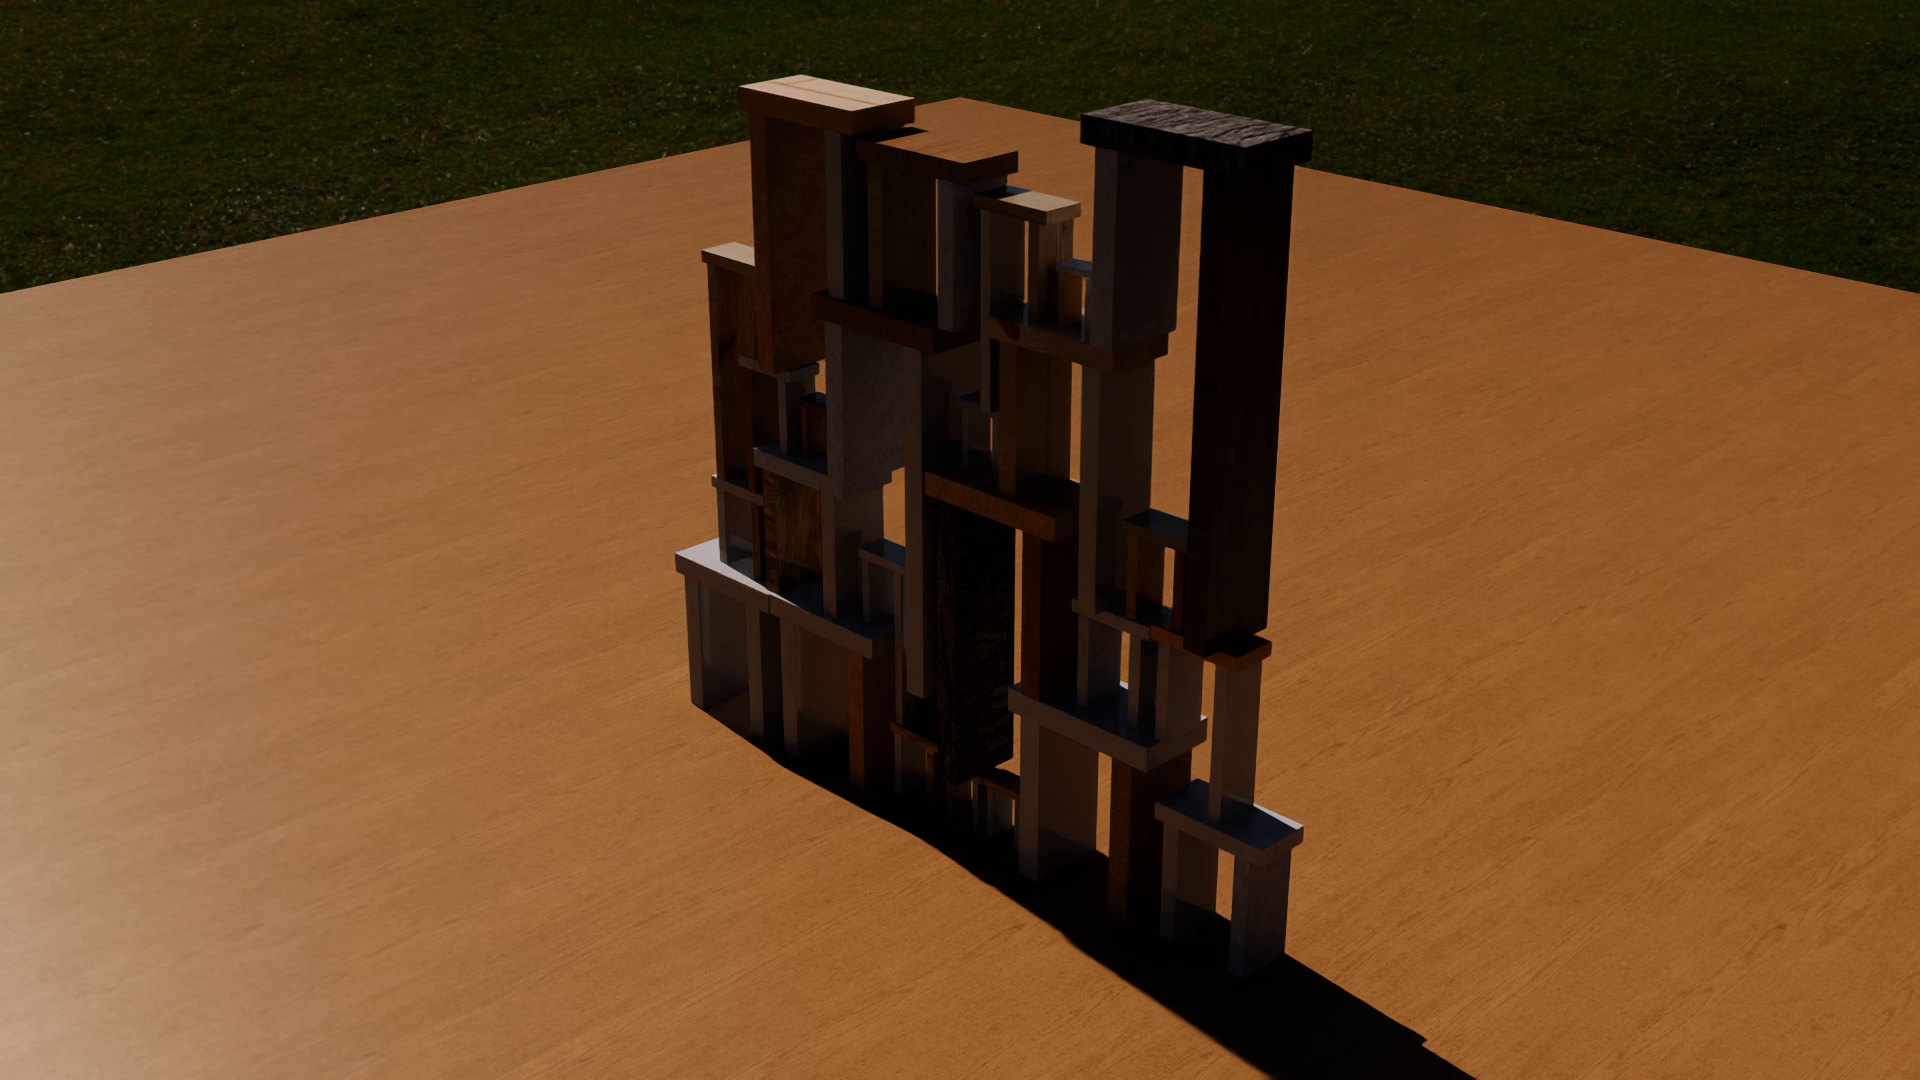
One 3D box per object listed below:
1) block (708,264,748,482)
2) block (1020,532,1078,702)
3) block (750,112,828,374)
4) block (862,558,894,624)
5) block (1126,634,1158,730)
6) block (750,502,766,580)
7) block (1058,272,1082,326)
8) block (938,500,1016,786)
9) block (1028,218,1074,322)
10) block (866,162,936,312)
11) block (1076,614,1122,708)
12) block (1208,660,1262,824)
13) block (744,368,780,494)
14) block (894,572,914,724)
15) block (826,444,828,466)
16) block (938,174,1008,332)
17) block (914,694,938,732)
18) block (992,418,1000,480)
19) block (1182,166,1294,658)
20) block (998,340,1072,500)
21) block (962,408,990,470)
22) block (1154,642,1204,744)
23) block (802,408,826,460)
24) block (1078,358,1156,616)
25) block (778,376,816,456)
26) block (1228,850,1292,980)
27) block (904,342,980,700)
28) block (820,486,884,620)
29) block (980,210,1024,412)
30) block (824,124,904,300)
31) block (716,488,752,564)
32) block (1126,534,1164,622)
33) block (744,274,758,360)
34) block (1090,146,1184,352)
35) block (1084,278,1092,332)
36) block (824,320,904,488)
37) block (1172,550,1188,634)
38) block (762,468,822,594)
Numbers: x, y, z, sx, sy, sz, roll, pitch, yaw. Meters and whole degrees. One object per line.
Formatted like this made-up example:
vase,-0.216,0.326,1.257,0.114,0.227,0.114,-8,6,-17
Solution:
block,-0.476,-0.356,4.592,0.025,0.471,0.087,21,31,41
block,0.187,0.119,4.065,0.047,0.329,0.165,21,31,41
block,-0.330,-0.595,4.336,0.160,0.517,0.045,-21,31,-41
block,-0.165,0.094,4.450,0.020,0.139,0.069,21,31,41
block,0.343,0.243,3.959,0.092,0.184,0.026,-21,31,-41
block,-0.399,-0.010,4.659,0.024,0.170,0.085,21,31,41
block,0.192,-0.424,3.829,0.013,0.094,0.047,21,31,40
block,0.032,0.180,4.260,0.047,0.594,0.165,21,31,41
block,0.158,-0.477,3.847,0.025,0.176,0.088,21,31,40
block,-0.108,-0.577,4.097,0.138,0.275,0.039,-21,31,-41
block,0.256,0.209,4.039,0.026,0.184,0.092,21,31,41
block,0.482,0.344,3.854,0.027,0.305,0.096,21,31,41
block,-0.406,-0.235,4.559,0.023,0.274,0.080,21,31,41
block,-0.099,0.210,4.428,0.020,0.335,0.069,21,31,41
block,-0.242,-0.203,4.398,0.016,0.110,0.055,21,31,41
block,0.022,-0.526,3.978,0.138,0.275,0.039,-21,31,-41
block,-0.068,0.328,4.441,0.053,0.106,0.015,-21,31,-41
block,0.087,-0.174,4.061,0.017,0.120,0.060,21,31,41
block,0.459,-0.213,3.642,0.048,0.832,0.171,21,31,41
block,0.137,-0.233,3.977,0.041,0.292,0.146,21,31,41
block,0.030,-0.196,4.113,0.017,0.120,0.060,21,31,41
block,0.391,0.257,3.915,0.096,0.192,0.027,-21,31,-41
block,-0.294,-0.223,4.446,0.016,0.110,0.055,21,31,41
block,0.275,-0.103,3.885,0.041,0.459,0.146,21,30,40
block,-0.330,-0.259,4.468,0.023,0.159,0.080,21,31,41
block,0.535,0.651,3.919,0.034,0.241,0.121,21,31,41
block,-0.029,-0.046,4.235,0.166,0.714,0.047,-21,31,-41
block,-0.217,0.014,4.471,0.038,0.269,0.135,21,31,41
block,0.076,-0.418,3.961,0.025,0.374,0.088,21,31,41
block,-0.178,-0.627,4.159,0.160,0.319,0.045,-21,31,-41
block,-0.479,-0.041,4.732,0.024,0.170,0.085,21,31,41
block,0.328,0.056,3.889,0.022,0.163,0.077,20,30,40
block,-0.393,-0.460,4.459,0.087,0.174,0.025,-21,31,-41
block,0.297,-0.503,3.697,0.048,0.341,0.171,21,31,40
block,0.236,-0.408,3.790,0.013,0.094,0.047,21,31,40
block,-0.185,-0.283,4.304,0.047,0.332,0.166,22,31,40
block,0.403,0.080,3.821,0.022,0.154,0.077,21,31,41
block,-0.344,-0.036,4.588,0.038,0.269,0.135,21,31,41
